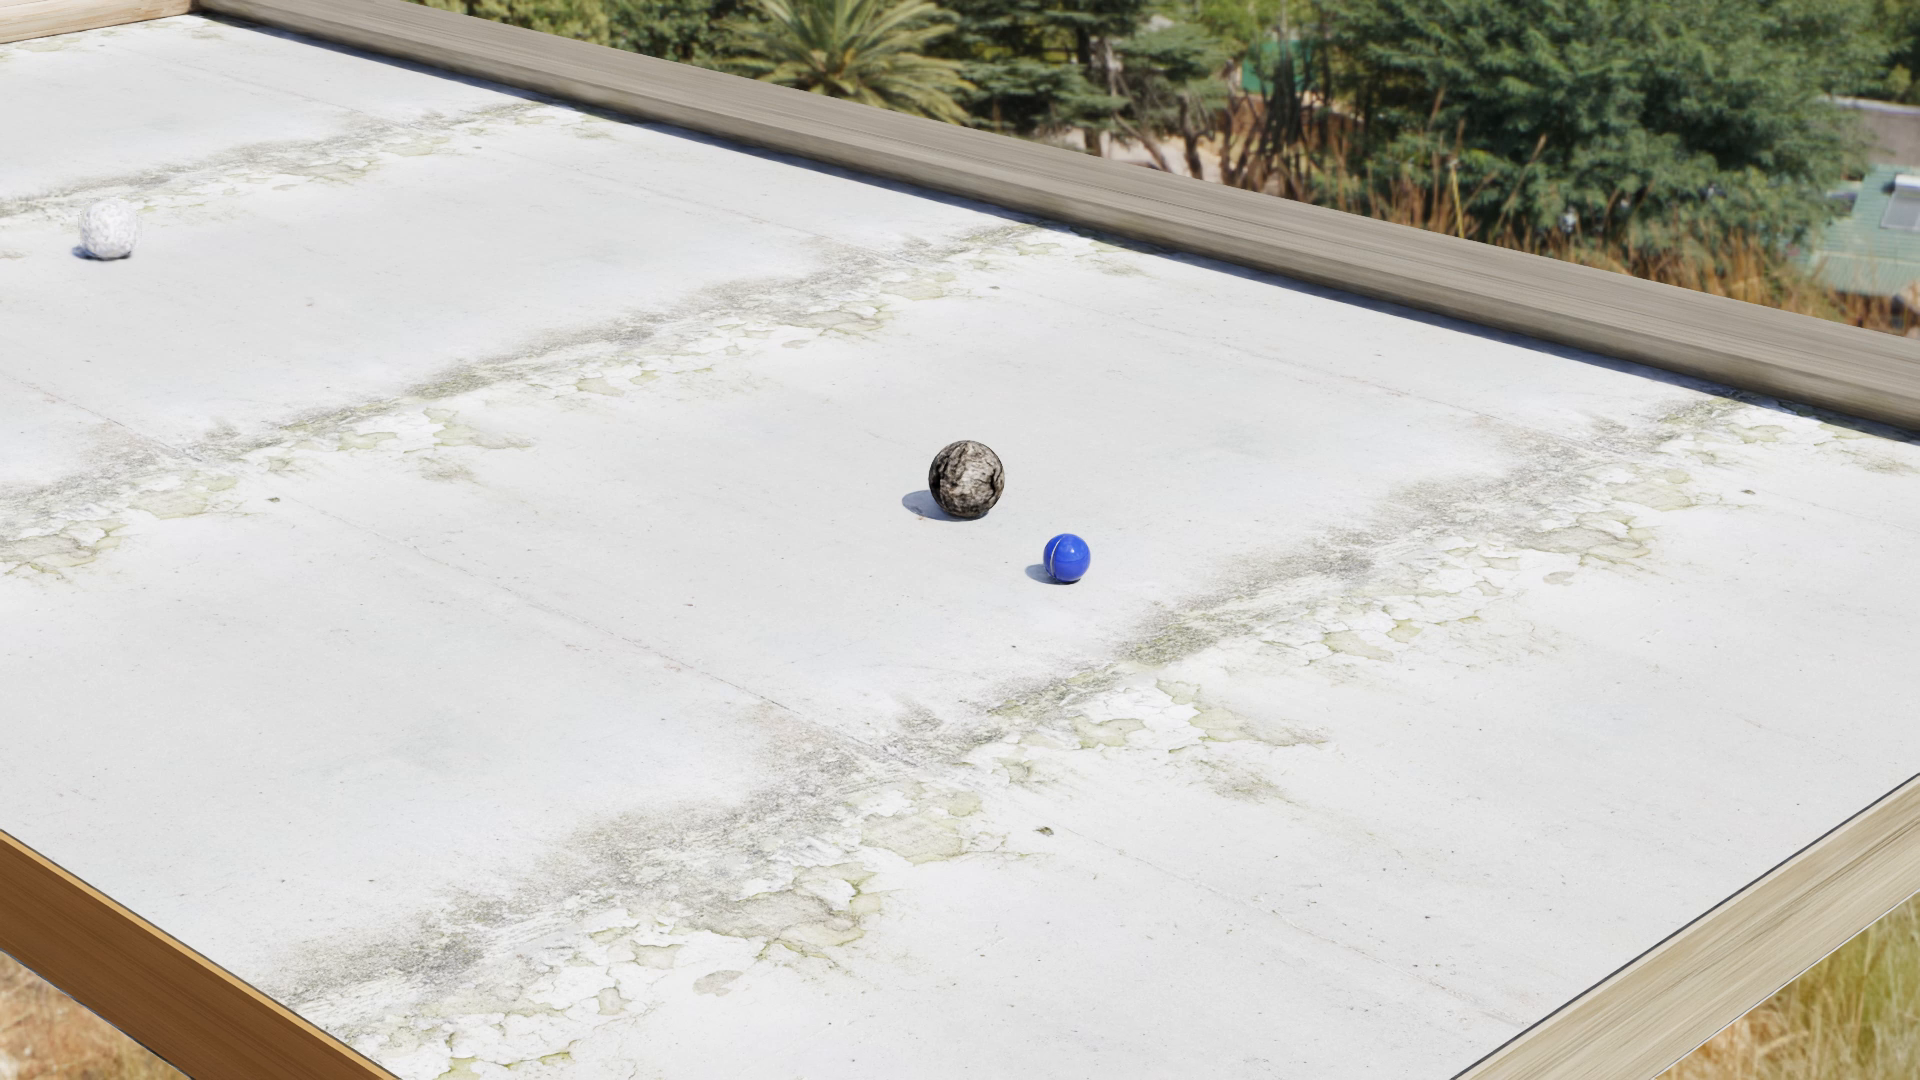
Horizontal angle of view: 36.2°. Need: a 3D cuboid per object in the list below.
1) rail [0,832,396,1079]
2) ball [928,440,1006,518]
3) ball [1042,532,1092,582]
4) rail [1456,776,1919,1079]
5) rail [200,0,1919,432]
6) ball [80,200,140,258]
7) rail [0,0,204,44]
[{"bbox_3d":[-1.299,-0.006,2.595,3.638,0.094,0.045,19,28,40],"label":"rail"},{"bbox_3d":[0.006,-0.058,2.761,0.072,0.072,0.072,0,21,0],"label":"ball"},{"bbox_3d":[0.095,0.016,2.612,0.044,0.044,0.044,0,21,0],"label":"ball"},{"bbox_3d":[0.636,0.206,2.050,0.045,0.094,1.903,19,28,40],"label":"rail"},{"bbox_3d":[-0.007,-0.488,3.836,3.638,0.094,0.045,19,28,40],"label":"rail"},{"bbox_3d":[-1.038,-0.380,3.590,0.071,0.071,0.071,0,21,0],"label":"ball"},{"bbox_3d":[-1.941,-0.700,4.381,0.045,0.094,1.903,19,28,40],"label":"rail"}]
